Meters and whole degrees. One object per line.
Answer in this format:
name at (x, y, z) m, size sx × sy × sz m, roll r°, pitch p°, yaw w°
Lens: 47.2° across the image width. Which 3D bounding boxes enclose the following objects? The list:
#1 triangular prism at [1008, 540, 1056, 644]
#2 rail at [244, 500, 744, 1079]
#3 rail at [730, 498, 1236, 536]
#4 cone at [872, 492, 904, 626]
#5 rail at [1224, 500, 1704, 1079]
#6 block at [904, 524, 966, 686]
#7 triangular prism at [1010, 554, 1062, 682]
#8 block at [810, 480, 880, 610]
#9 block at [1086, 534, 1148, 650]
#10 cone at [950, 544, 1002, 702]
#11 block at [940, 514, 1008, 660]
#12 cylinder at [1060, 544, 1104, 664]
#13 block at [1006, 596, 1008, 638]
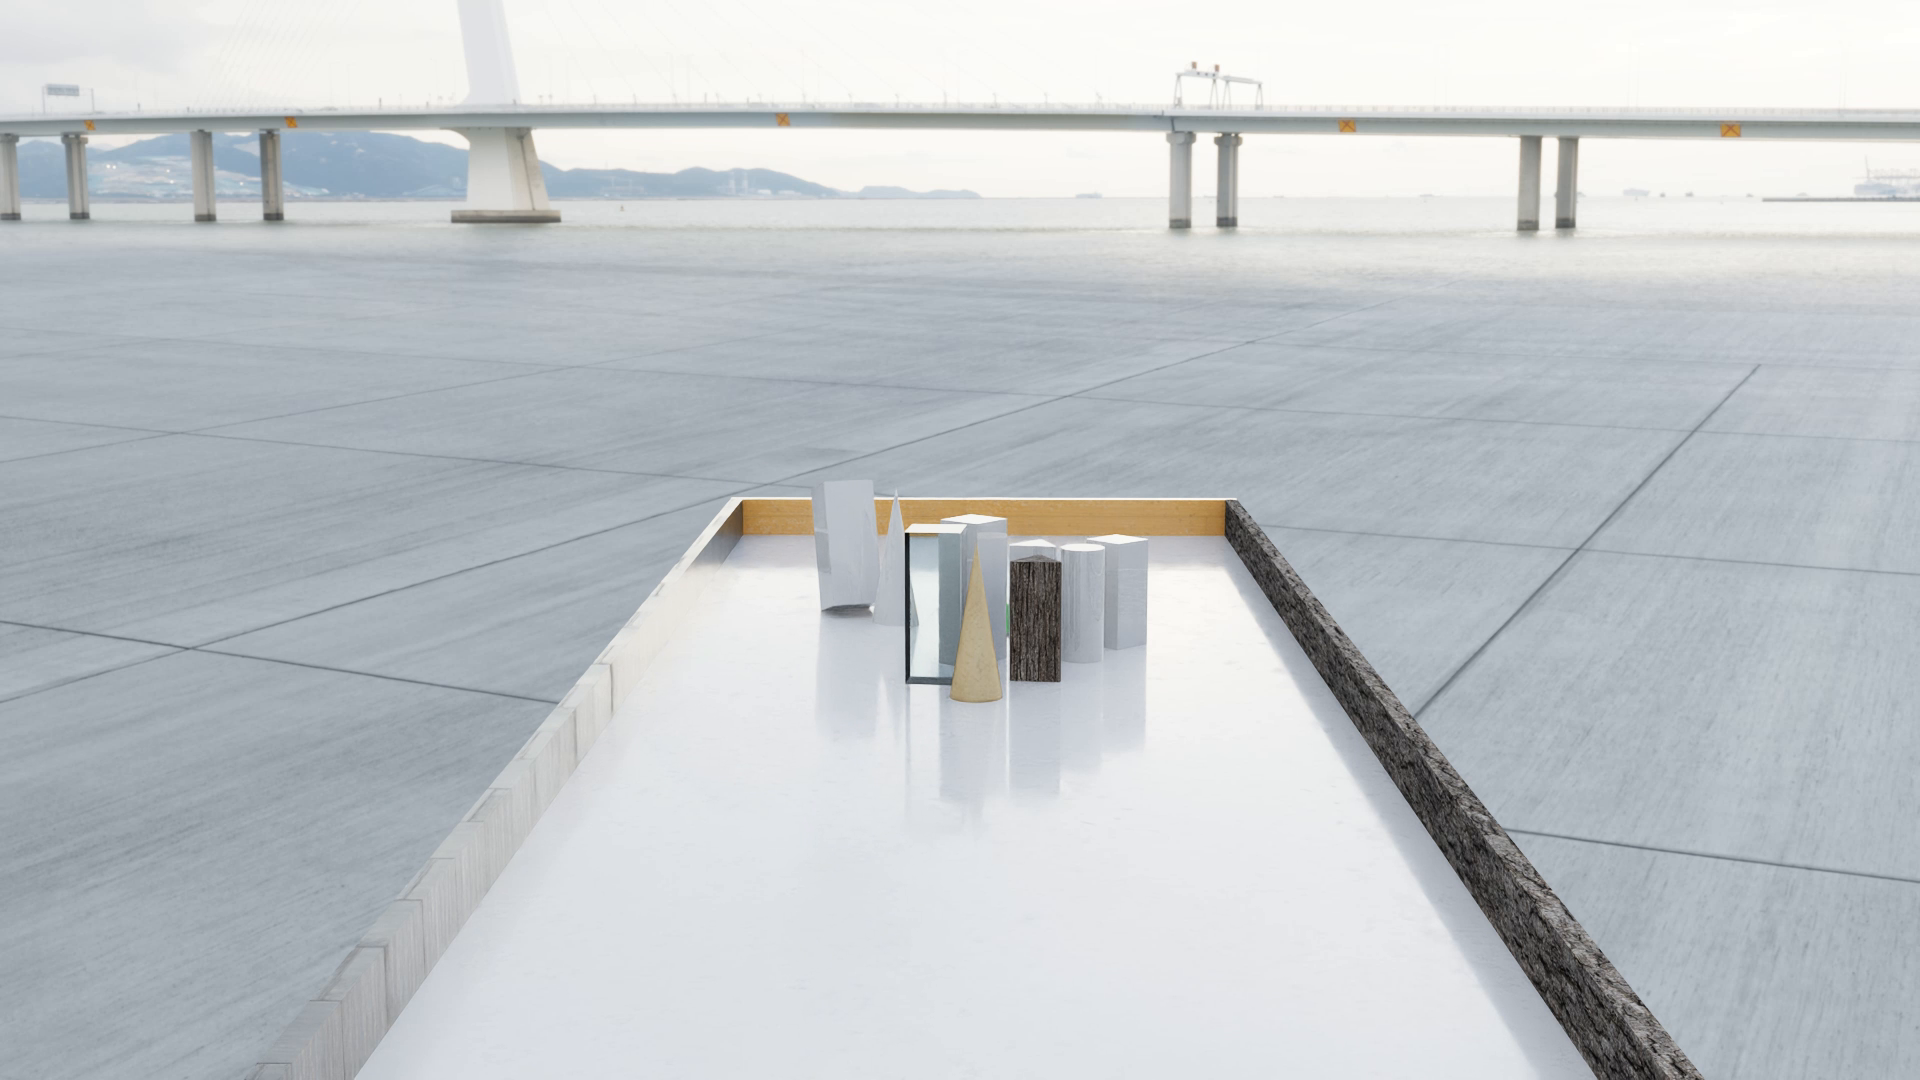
triangular prism at (0.241, 0.165, 6.952) m, size 0.149 × 0.318 × 0.129 m, roll 2°, pitch 9°, yaw 13°
rail at (-1.004, 0.839, 3.234) m, size 0.050 × 0.150 × 12.000 m, roll 0°, pitch 9°, yaw 1°
rail at (0.099, -0.098, 9.147) m, size 2.100 × 0.150 × 0.050 m, roll 0°, pitch 9°, yaw 1°
cone at (-0.211, 0.047, 7.273) m, size 0.166 × 0.451 × 0.166 m, roll 0°, pitch 9°, yaw 0°
rail at (1.046, 0.843, 3.208) m, size 0.050 × 0.150 × 12.000 m, roll 0°, pitch 9°, yaw 1°
block at (-0.069, 0.187, 6.408) m, size 0.162 × 0.446 × 0.162 m, roll 1°, pitch 9°, yaw 6°
triangular prism at (0.227, 0.228, 6.443) m, size 0.147 × 0.354 × 0.127 m, roll 1°, pitch 9°, yaw 7°
block at (-0.385, 0.018, 7.457) m, size 0.172 × 0.419 × 0.172 m, roll -3°, pitch -6°, yaw -19°
block at (0.493, 0.163, 6.912) m, size 0.137 × 0.335 × 0.137 m, roll -8°, pitch 12°, yaw -42°
cone at (0.046, 0.223, 6.179) m, size 0.152 × 0.446 × 0.152 m, roll 0°, pitch 9°, yaw 0°
block at (0.042, 0.150, 6.686) m, size 0.143 × 0.432 × 0.143 m, roll 7°, pitch 12°, yaw 39°
cylinder at (0.372, 0.193, 6.692) m, size 0.134 × 0.345 × 0.134 m, roll 0°, pitch 9°, yaw 0°
block at (0.211, 0.245, 7.113) m, size 0.452 × 0.111 × 0.111 m, roll -4°, pitch 10°, yaw -26°
